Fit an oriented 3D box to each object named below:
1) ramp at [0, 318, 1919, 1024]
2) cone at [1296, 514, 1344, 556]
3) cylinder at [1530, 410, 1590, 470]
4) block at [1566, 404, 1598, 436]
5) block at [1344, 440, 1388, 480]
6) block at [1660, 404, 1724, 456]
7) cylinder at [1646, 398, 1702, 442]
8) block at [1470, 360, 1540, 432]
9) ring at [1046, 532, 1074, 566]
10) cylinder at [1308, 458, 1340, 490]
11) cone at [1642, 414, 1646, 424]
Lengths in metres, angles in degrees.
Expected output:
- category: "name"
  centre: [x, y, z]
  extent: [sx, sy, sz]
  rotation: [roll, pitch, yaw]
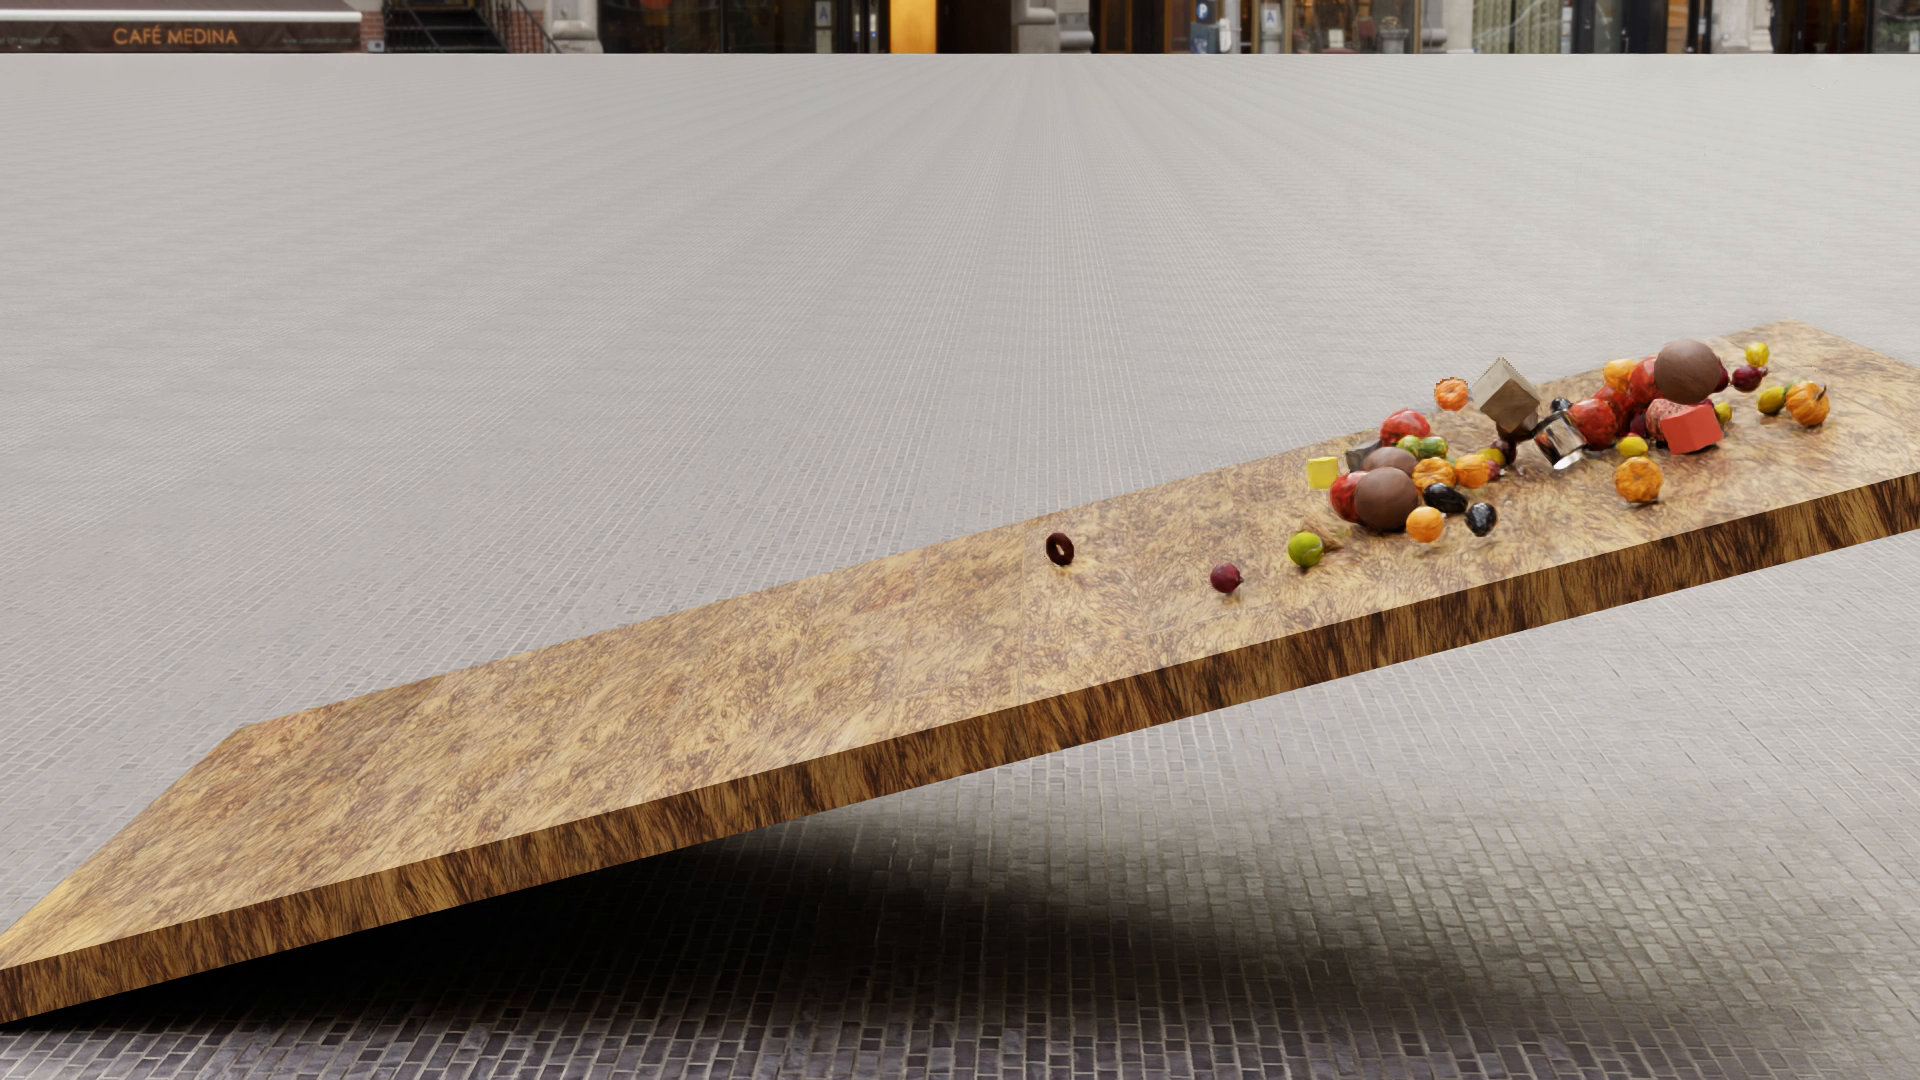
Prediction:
- category: "ramp"
  centre: [0.081, 0.191, 6.329]
  extent: [4.000, 0.100, 2.000]
  rotation: [-15, 9, 4]
- category: "cone"
  centre: [0.737, 0.003, 5.930]
  extent: [0.088, 0.088, 0.088]
  rotation: [20, 18, 26]
- category: "cylinder"
  centre: [1.242, -0.207, 6.086]
  extent: [0.088, 0.088, 0.088]
  rotation: [-28, -20, -11]
- category: "block"
  centre: [1.346, -0.257, 6.407]
  extent: [0.058, 0.058, 0.058]
  rotation: [-15, 9, 2]
- category: "block"
  centre: [0.918, -0.181, 6.638]
  extent: [0.064, 0.064, 0.064]
  rotation: [-12, 10, 36]
- category: "block"
  centre: [1.470, -0.223, 5.911]
  extent: [0.075, 0.075, 0.075]
  rotation: [-23, 4, -26]
- category: "cylinder"
  centre: [1.464, -0.244, 6.016]
  extent: [0.086, 0.086, 0.086]
  rotation: [-10, 12, -43]
- category: "block"
  centre: [1.156, -0.304, 6.234]
  extent: [0.092, 0.092, 0.092]
  rotation: [36, 21, -19]
- category: "ring"
  centre: [0.223, 0.021, 6.540]
  extent: [0.077, 0.077, 0.026]
  rotation: [9, 24, 42]
- category: "cylinder"
  centre: [0.789, -0.145, 6.381]
  extent: [0.062, 0.062, 0.062]
  rotation: [-6, 7, 1]
- category: "cone"
  centre: [1.457, -0.258, 6.089]
  extent: [0.061, 0.061, 0.061]
  rotation: [-10, -30, -45]
